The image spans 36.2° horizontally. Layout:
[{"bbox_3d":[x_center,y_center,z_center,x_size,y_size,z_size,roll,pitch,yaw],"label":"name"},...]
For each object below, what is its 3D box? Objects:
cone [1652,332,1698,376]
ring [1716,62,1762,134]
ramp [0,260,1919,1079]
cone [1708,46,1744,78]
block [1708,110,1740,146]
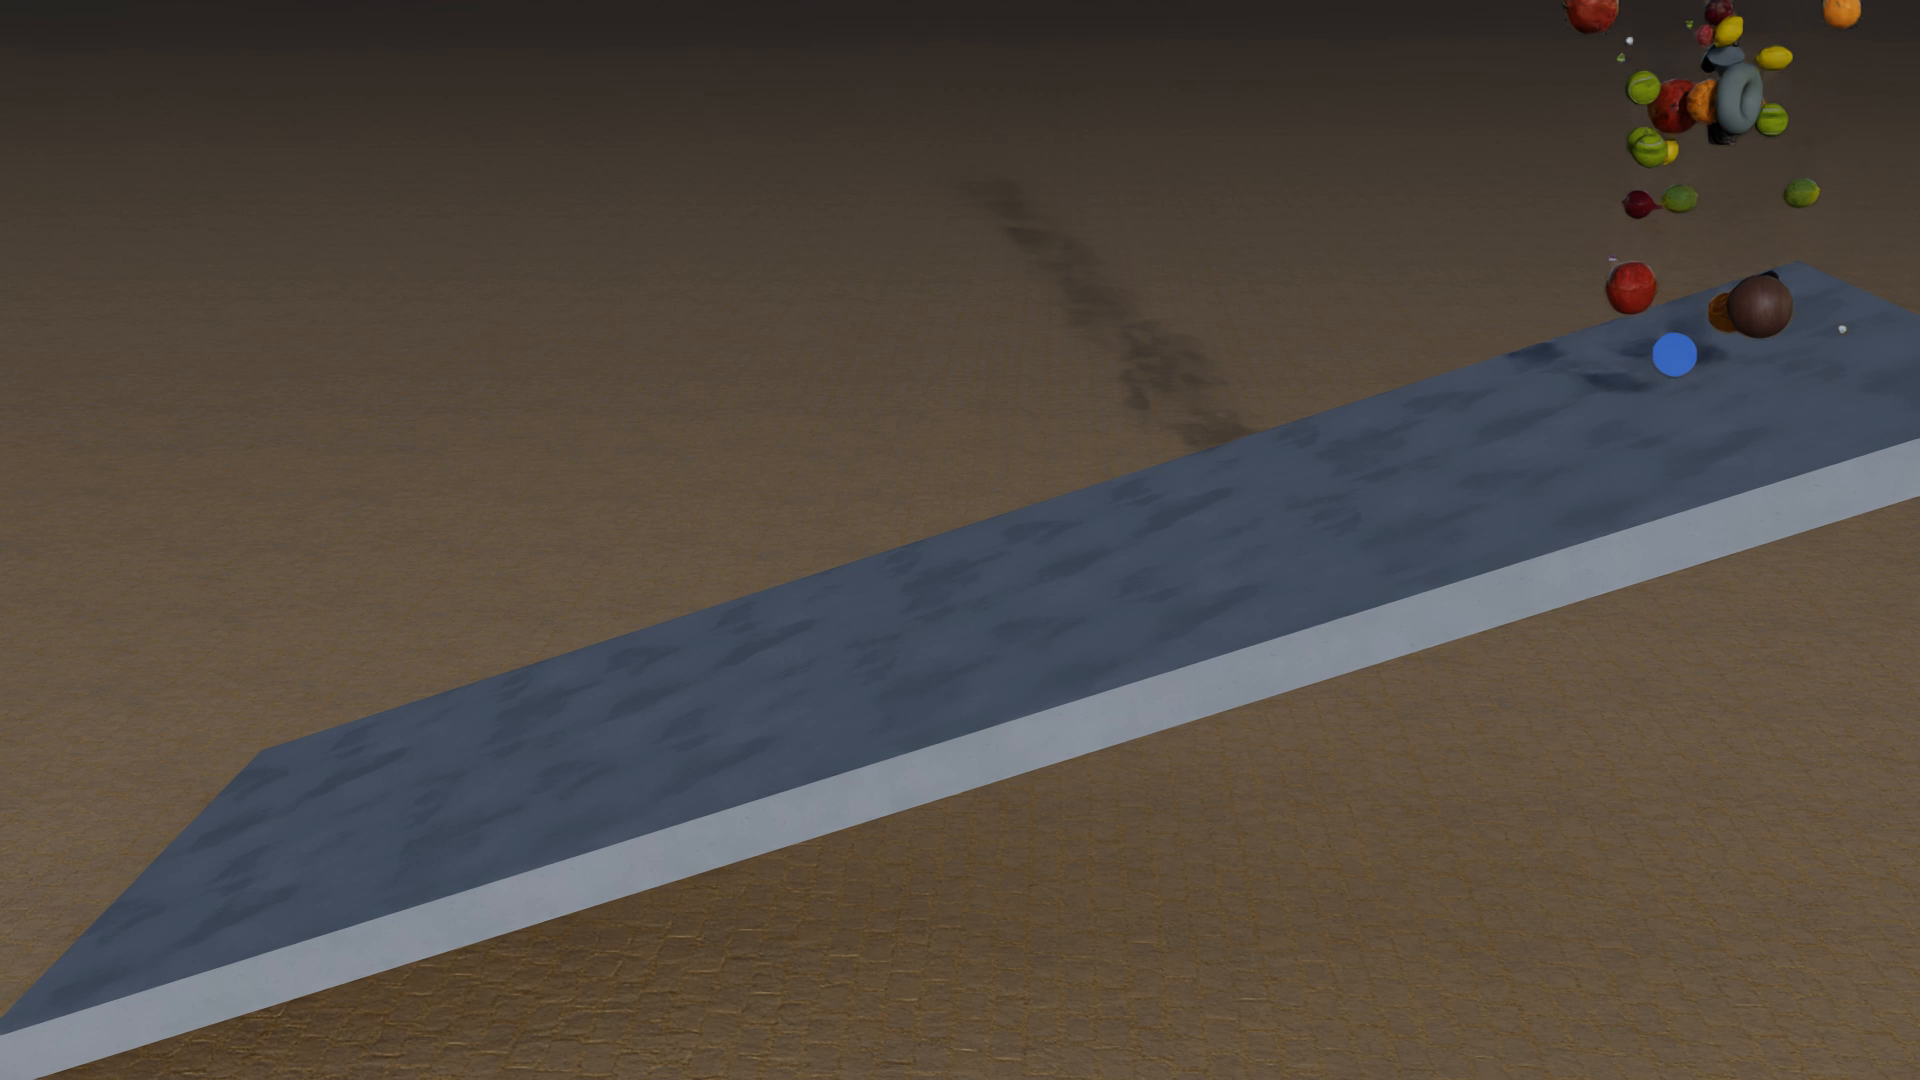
[{"bbox_3d":[1.480,-0.389,6.066,0.090,0.090,0.090,4,14,21],"label":"cone"},{"bbox_3d":[1.576,-0.893,5.948,0.049,0.147,0.147,12,17,39],"label":"ring"},{"bbox_3d":[0.104,0.181,6.308,4.000,0.100,2.000,-18,11,6],"label":"ramp"},{"bbox_3d":[1.579,-0.969,6.066,0.074,0.074,0.074,-7,42,7],"label":"cone"},{"bbox_3d":[1.599,-0.864,6.159,0.053,0.053,0.053,9,37,27],"label":"block"}]
